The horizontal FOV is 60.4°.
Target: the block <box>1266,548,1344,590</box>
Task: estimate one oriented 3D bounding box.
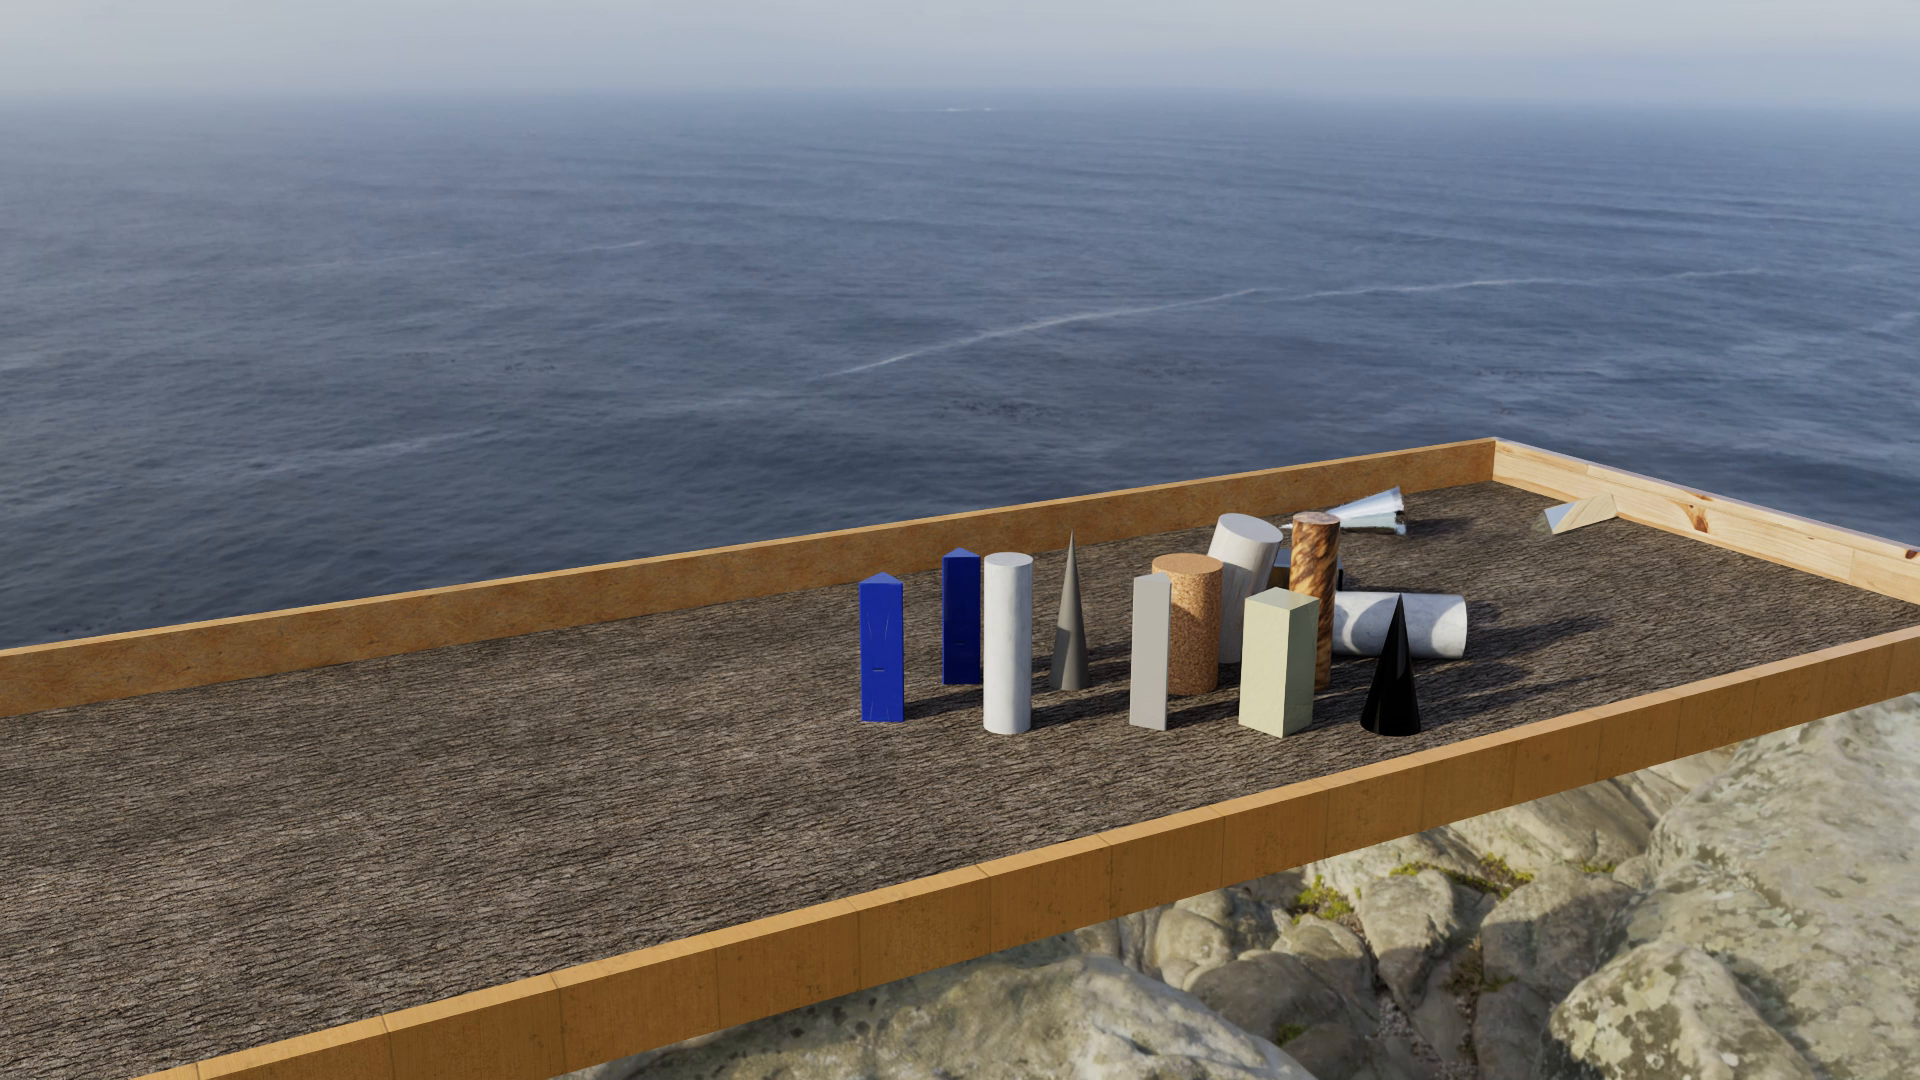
[{"bbox_3d":[0.897,0.133,4.593,0.309,0.175,0.175,2,17,8],"label":"block"}]

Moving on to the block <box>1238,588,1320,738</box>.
[{"bbox_3d":[0.742,0.284,3.839,0.122,0.311,0.122,-16,23,-43],"label":"block"}]

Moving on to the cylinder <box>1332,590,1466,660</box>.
[{"bbox_3d":[1.103,0.220,4.308,0.397,0.168,0.168,2,16,6],"label":"cylinder"}]

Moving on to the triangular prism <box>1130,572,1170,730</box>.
[{"bbox_3d":[0.456,0.256,3.844,0.089,0.360,0.077,8,18,26],"label":"triangular prism"}]

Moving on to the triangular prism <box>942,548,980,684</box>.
[{"bbox_3d":[0.001,0.190,4.119,0.092,0.333,0.080,-1,16,-4],"label":"triangular prism"}]

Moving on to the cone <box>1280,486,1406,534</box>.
[{"bbox_3d":[1.255,-0.069,5.452,0.405,0.159,0.159,-8,15,12],"label":"cone"}]

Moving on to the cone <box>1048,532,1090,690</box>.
[{"bbox_3d":[0.274,0.163,4.079,0.105,0.406,0.105,0,16,0],"label":"cone"}]

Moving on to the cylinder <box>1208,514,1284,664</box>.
[{"bbox_3d":[0.700,0.125,4.255,0.168,0.350,0.168,12,23,-5],"label":"cylinder"}]

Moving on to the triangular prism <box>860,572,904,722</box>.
[{"bbox_3d":[-0.181,0.252,3.890,0.099,0.343,0.086,0,16,1],"label":"triangular prism"}]

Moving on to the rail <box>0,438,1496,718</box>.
[{"bbox_3d":[-3.305,0.497,3.399,12.000,0.150,0.050,-9,18,-27],"label":"rail"}]

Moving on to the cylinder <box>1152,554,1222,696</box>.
[{"bbox_3d":[0.559,0.207,4.094,0.172,0.313,0.172,0,16,0],"label":"cylinder"}]

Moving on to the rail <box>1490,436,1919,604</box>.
[{"bbox_3d":[2.466,-0.048,5.253,0.050,0.150,2.100,-9,18,-27],"label":"rail"}]

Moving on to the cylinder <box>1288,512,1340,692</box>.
[{"bbox_3d":[0.867,0.154,4.067,0.113,0.431,0.113,0,16,0],"label":"cylinder"}]

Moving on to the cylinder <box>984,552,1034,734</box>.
[{"bbox_3d":[0.111,0.239,3.819,0.112,0.407,0.112,0,16,0],"label":"cylinder"}]

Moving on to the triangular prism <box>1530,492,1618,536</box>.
[{"bbox_3d":[2.068,-0.095,5.534,0.376,0.077,0.089,-12,20,-35],"label":"triangular prism"}]

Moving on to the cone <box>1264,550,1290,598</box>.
[{"bbox_3d":[0.994,0.080,4.944,0.157,0.157,0.434,12,10,36],"label":"cone"}]

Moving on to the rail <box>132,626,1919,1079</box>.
[{"bbox_3d":[-2.336,1.006,1.665,12.000,0.150,0.050,-9,18,-27],"label":"rail"}]

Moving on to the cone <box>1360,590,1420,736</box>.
[{"bbox_3d":[1.011,0.275,3.828,0.140,0.334,0.140,0,16,0],"label":"cone"}]
